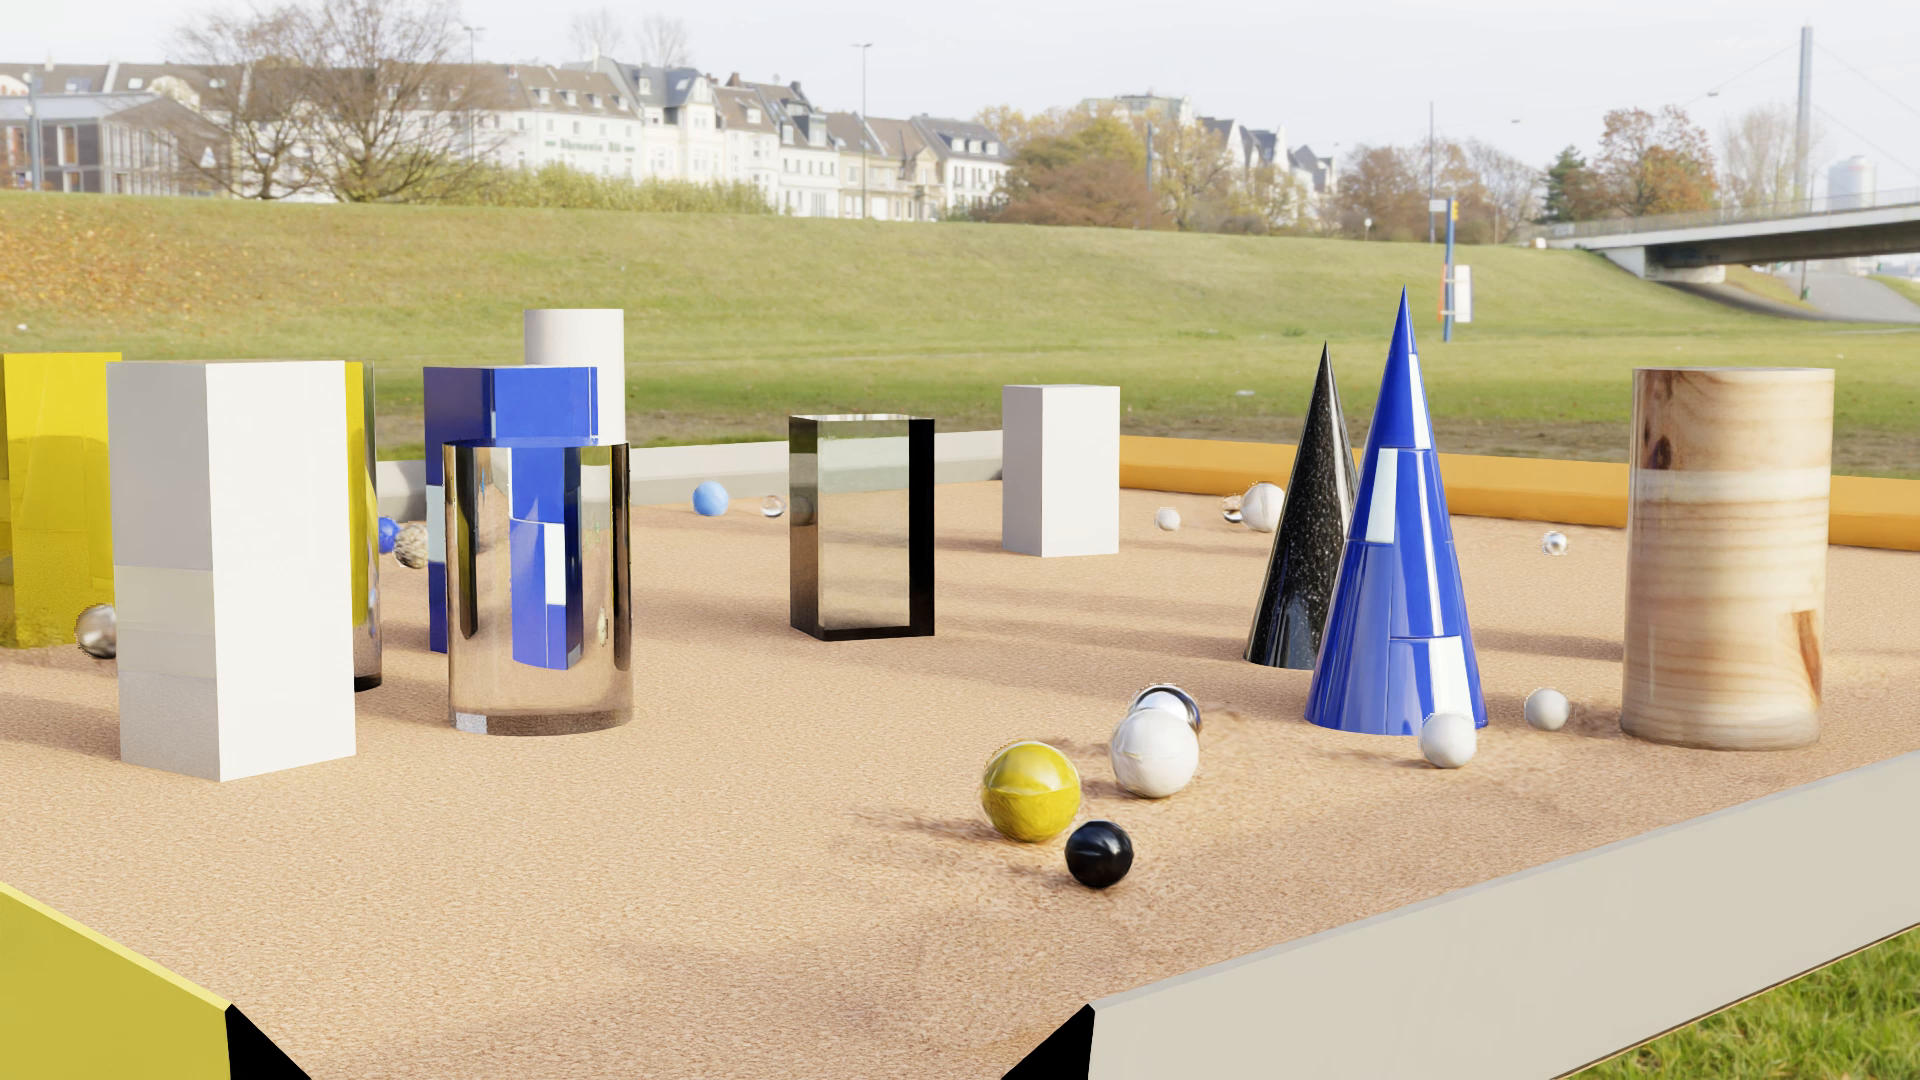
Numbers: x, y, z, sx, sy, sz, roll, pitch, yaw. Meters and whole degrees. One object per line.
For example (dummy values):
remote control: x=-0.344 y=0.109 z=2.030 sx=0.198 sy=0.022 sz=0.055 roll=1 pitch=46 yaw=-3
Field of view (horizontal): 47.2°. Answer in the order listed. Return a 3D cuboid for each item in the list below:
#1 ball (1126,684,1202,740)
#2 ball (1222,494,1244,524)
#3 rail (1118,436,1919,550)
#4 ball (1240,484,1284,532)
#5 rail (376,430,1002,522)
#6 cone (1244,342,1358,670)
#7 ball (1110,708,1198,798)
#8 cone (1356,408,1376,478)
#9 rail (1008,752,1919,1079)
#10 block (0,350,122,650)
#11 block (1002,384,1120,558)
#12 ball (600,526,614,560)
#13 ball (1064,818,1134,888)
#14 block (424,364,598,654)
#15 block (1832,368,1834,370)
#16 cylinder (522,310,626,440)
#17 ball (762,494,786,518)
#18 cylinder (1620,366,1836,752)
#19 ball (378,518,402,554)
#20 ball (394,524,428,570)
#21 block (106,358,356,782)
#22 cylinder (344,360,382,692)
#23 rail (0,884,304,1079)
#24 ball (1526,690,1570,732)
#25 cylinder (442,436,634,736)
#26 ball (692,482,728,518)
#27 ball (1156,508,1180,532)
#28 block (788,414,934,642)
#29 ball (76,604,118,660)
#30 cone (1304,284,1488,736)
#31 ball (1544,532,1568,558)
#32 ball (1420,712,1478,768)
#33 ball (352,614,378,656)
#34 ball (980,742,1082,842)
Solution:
ball: x=0.203 y=0.181 z=2.188 sx=0.075 sy=0.075 sz=0.075 roll=0 pitch=6 yaw=0
ball: x=0.579 y=-0.064 z=4.610 sx=0.061 sy=0.061 sz=0.061 roll=0 pitch=6 yaw=0
rail: x=1.328 y=-0.093 z=4.551 sx=0.045 sy=0.129 sz=3.520 roll=-5 pitch=8 yaw=-42
ball: x=0.613 y=-0.064 z=4.423 sx=0.099 sy=0.099 sz=0.099 roll=0 pitch=6 yaw=0
rail: x=-1.177 y=-0.099 z=4.601 sx=3.663 sy=0.129 sz=0.045 roll=-5 pitch=8 yaw=-42
cone: x=0.464 y=-0.052 z=2.807 sx=0.199 sy=0.410 sz=0.199 roll=0 pitch=6 yaw=0
ball: x=0.178 y=0.196 z=2.017 sx=0.082 sy=0.082 sz=0.082 roll=0 pitch=6 yaw=0
cone: x=0.765 y=-0.159 z=3.899 sx=0.199 sy=0.397 sz=0.199 roll=0 pitch=6 yaw=0
rail: x=1.177 y=0.166 z=2.063 sx=3.663 sy=0.129 sz=0.045 roll=-5 pitch=8 yaw=-42
block: x=-1.246 y=-0.060 z=2.989 sx=0.159 sy=0.389 sz=0.159 roll=6 pitch=8 yaw=43
block: x=0.186 y=-0.132 z=4.075 sx=0.159 sy=0.306 sz=0.159 roll=-3 pitch=7 yaw=-26
ball: x=-0.654 y=0.004 z=3.937 sx=0.064 sy=0.064 sz=0.064 roll=0 pitch=6 yaw=0
ball: x=0.108 y=0.243 z=1.701 sx=0.053 sy=0.053 sz=0.053 roll=0 pitch=6 yaw=0
block: x=-0.584 y=-0.040 z=2.876 sx=0.159 sy=0.373 sz=0.159 roll=6 pitch=8 yaw=43
block: x=1.004 y=-0.029 z=2.771 sx=0.159 sy=0.372 sz=0.159 roll=3 pitch=6 yaw=24
cylinder: x=-0.776 y=-0.240 z=4.434 sx=0.199 sy=0.448 sz=0.199 roll=0 pitch=6 yaw=0
ball: x=-0.401 y=-0.072 z=4.724 sx=0.052 sy=0.052 sz=0.052 roll=0 pitch=6 yaw=0
cylinder: x=0.802 y=0.013 z=2.305 sx=0.199 sy=0.385 sz=0.199 roll=0 pitch=6 yaw=0
ball: x=-1.056 y=-0.008 z=4.030 sx=0.069 sy=0.069 sz=0.069 roll=0 pitch=6 yaw=0
ball: x=-0.940 y=0.011 z=3.805 sx=0.079 sy=0.079 sz=0.079 roll=0 pitch=6 yaw=0
block: x=-0.719 y=0.022 z=2.174 sx=0.159 sy=0.395 sz=0.159 roll=4 pitch=7 yaw=35
cylinder: x=-0.792 y=-0.018 z=2.604 sx=0.199 sy=0.385 sz=0.199 roll=0 pitch=6 yaw=0
rail: x=-1.328 y=0.161 z=2.113 sx=0.045 sy=0.129 sz=3.520 roll=-5 pitch=8 yaw=-42
ball: x=0.625 y=0.181 z=2.336 sx=0.045 sy=0.045 sz=0.045 roll=0 pitch=6 yaw=0
cylinder: x=-0.457 y=0.045 z=2.391 sx=0.199 sy=0.303 sz=0.199 roll=0 pitch=6 yaw=0
ball: x=-0.540 y=-0.088 z=4.760 sx=0.078 sy=0.078 sz=0.078 roll=0 pitch=6 yaw=0
ball: x=0.421 y=-0.040 z=4.445 sx=0.047 sy=0.047 sz=0.047 roll=0 pitch=6 yaw=0
block: x=-0.137 y=-0.021 z=3.054 sx=0.159 sy=0.298 sz=0.159 roll=-2 pitch=6 yaw=-21
ball: x=-1.096 y=0.118 z=2.821 sx=0.069 sy=0.069 sz=0.069 roll=0 pitch=6 yaw=0
cone: x=0.477 y=-0.040 z=2.385 sx=0.199 sy=0.475 sz=0.199 roll=0 pitch=6 yaw=0
ball: x=1.081 y=0.009 z=3.987 sx=0.045 sy=0.045 sz=0.045 roll=0 pitch=6 yaw=0
ball: x=0.477 y=0.196 z=2.146 sx=0.055 sy=0.055 sz=0.055 roll=0 pitch=6 yaw=0
ball: x=-0.783 y=0.122 z=2.850 sx=0.055 sy=0.055 sz=0.055 roll=0 pitch=6 yaw=0
ball: x=0.060 y=0.212 z=1.848 sx=0.085 sy=0.085 sz=0.085 roll=0 pitch=6 yaw=0
